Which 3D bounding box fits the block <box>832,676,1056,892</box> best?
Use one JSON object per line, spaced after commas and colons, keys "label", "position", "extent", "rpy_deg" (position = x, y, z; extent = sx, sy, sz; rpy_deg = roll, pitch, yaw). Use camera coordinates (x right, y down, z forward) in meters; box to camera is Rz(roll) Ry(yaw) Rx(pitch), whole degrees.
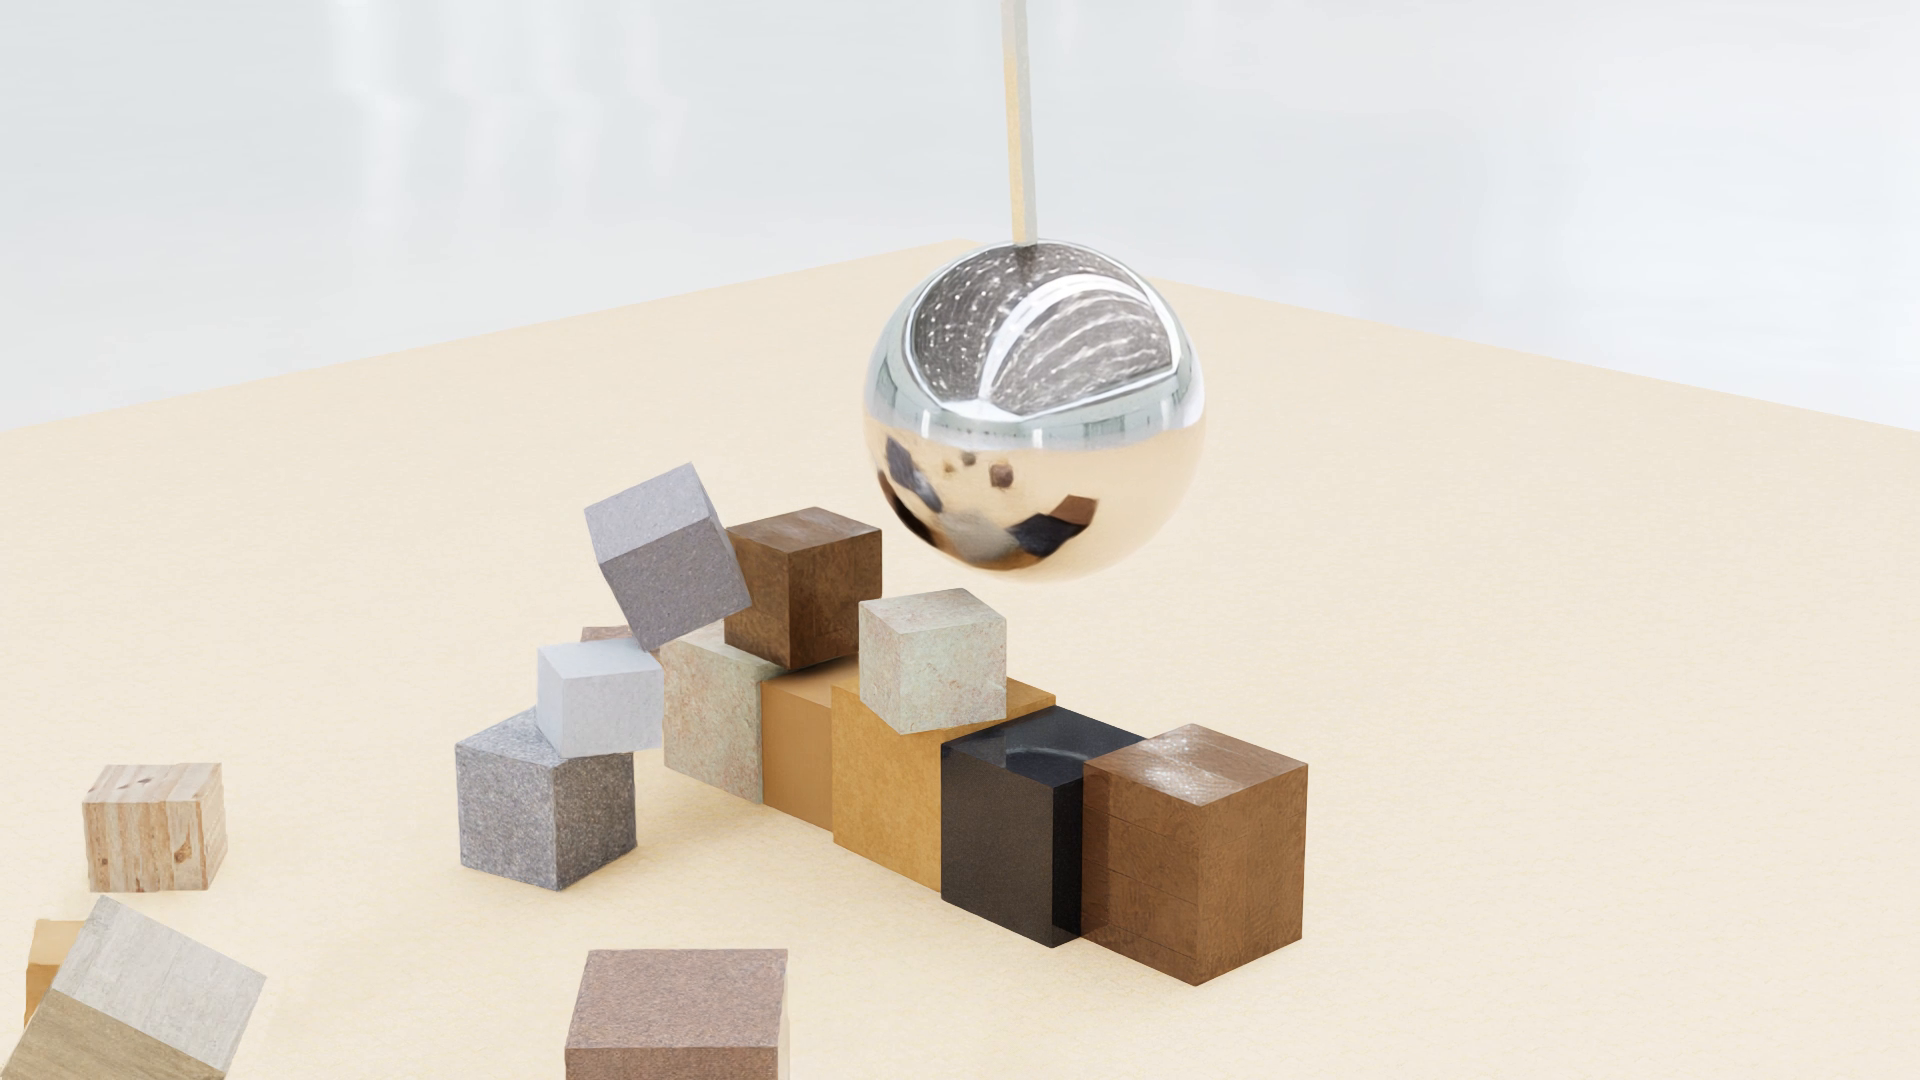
{"label": "block", "position": [-0.078, 1.068, 13.619], "extent": [0.680, 0.795, 0.796], "rpy_deg": [-15, 23, -39]}

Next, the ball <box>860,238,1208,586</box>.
{"label": "ball", "position": [0.341, -0.590, 13.514], "extent": [1.600, 1.600, 1.600], "rpy_deg": [0, 17, 0]}

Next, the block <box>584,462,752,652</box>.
{"label": "block", "position": [-1.343, 0.076, 13.475], "extent": [0.545, 0.531, 0.507], "rpy_deg": [-24, 34, -1]}

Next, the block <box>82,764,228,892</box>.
{"label": "block", "position": [-3.680, 1.315, 13.429], "extent": [0.528, 0.439, 0.458], "rpy_deg": [-1, 17, -2]}

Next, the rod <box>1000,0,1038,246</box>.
{"label": "rod", "position": [0.148, -3.765, 12.313], "extent": [0.080, 5.200, 0.080], "rpy_deg": [17, 29, 42]}

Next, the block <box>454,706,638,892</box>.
{"label": "block", "position": [-1.910, 1.185, 13.564], "extent": [0.563, 0.605, 0.597], "rpy_deg": [10, 20, 29]}

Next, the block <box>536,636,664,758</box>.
{"label": "block", "position": [-1.645, 0.717, 13.387], "extent": [0.469, 0.385, 0.428], "rpy_deg": [-5, 20, -23]}

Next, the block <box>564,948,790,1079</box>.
{"label": "block", "position": [-1.005, 2.012, 10.637], "extent": [0.738, 0.784, 0.785], "rpy_deg": [0, 17, -1]}

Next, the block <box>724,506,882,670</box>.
{"label": "block", "position": [-0.765, 0.226, 14.276], "extent": [0.578, 0.586, 0.518], "rpy_deg": [-15, 23, -39]}

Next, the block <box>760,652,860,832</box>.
{"label": "block", "position": [-0.538, 0.977, 14.188], "extent": [0.625, 0.629, 0.560], "rpy_deg": [-17, 24, -42]}

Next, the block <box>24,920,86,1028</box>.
{"label": "block", "position": [-3.432, 1.807, 11.586], "extent": [0.469, 0.460, 0.488], "rpy_deg": [3, 12, -14]}

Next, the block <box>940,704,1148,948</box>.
{"label": "block", "position": [0.417, 1.263, 13.071], "extent": [0.715, 0.752, 0.706], "rpy_deg": [-16, 23, -41]}

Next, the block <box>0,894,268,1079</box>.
{"label": "block", "position": [-2.950, 1.796, 10.331], "extent": [0.657, 0.643, 0.652], "rpy_deg": [29, 18, -12]}

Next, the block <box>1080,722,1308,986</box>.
{"label": "block", "position": [1.011, 1.347, 12.688], "extent": [0.691, 0.821, 0.674], "rpy_deg": [-16, 23, -41]}

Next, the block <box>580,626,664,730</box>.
{"label": "block", "position": [-1.729, 0.721, 15.349], "extent": [0.494, 0.421, 0.461], "rpy_deg": [-1, 18, -4]}

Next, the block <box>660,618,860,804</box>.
{"label": "block", "position": [-0.968, 0.793, 14.635], "extent": [0.750, 0.711, 0.713], "rpy_deg": [-17, 24, -42]}

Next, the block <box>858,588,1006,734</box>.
{"label": "block", "position": [-0.125, 0.539, 13.189], "extent": [0.514, 0.472, 0.482], "rpy_deg": [-8, 19, -23]}
